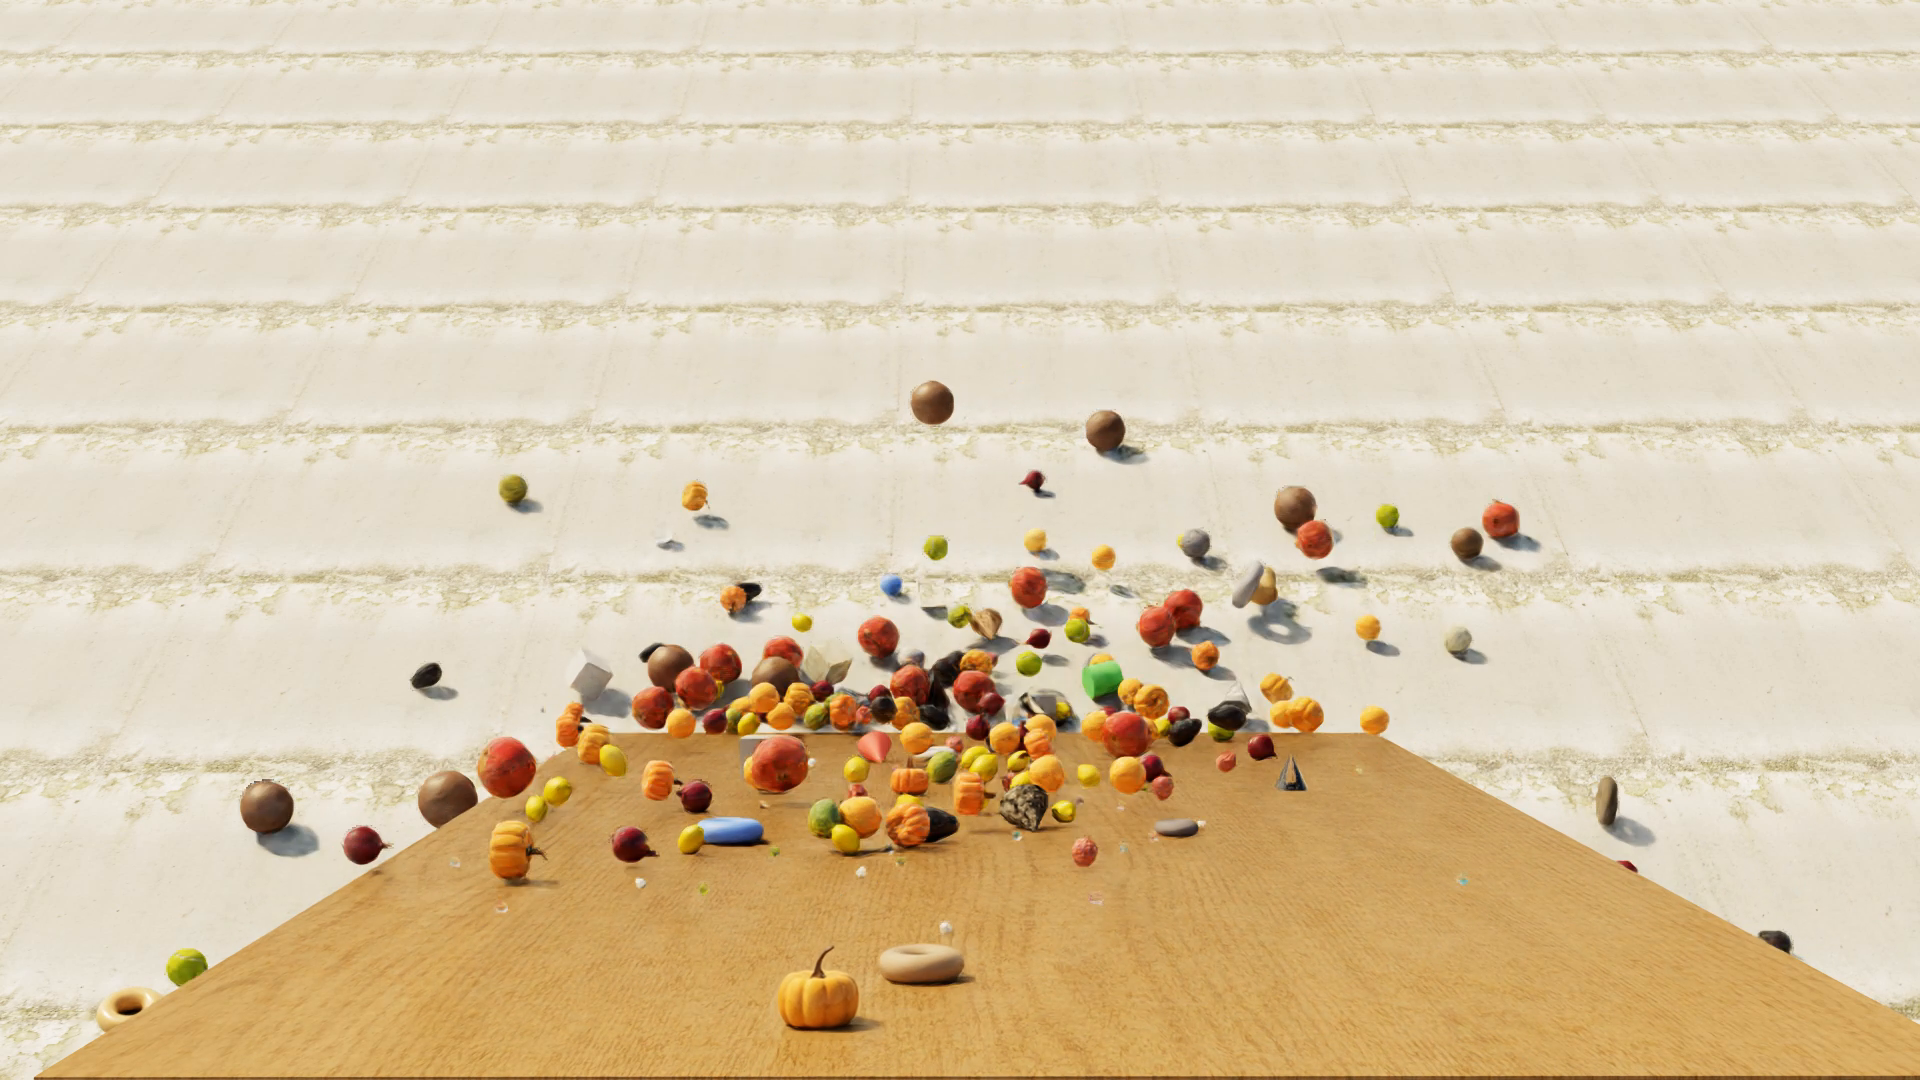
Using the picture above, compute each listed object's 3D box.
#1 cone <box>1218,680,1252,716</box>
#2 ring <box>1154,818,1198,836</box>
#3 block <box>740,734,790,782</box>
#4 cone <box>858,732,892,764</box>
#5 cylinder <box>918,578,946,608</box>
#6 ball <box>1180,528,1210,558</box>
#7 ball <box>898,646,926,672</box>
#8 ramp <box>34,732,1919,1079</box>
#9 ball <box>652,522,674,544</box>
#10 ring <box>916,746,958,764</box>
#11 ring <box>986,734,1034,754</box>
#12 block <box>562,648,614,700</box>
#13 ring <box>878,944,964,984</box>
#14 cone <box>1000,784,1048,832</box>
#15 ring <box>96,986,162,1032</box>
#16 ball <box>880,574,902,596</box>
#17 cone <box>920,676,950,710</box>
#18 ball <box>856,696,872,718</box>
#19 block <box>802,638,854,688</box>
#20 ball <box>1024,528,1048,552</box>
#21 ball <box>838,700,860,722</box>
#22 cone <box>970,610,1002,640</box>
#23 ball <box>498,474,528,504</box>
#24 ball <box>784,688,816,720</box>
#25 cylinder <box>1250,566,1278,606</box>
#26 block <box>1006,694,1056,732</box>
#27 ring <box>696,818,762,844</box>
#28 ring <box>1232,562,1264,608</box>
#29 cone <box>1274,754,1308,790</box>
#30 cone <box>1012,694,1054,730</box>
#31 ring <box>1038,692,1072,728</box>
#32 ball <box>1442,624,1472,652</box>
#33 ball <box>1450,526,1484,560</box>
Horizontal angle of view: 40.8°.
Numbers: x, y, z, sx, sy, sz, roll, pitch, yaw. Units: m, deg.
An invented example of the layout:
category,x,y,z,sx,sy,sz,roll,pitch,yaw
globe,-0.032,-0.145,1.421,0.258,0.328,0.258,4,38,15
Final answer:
category,x,y,z,sx,sy,sz,roll,pitch,yaw
cone,0.730,0.403,6.819,0.090,0.090,0.090,5,61,9
ring,0.379,0.505,4.540,0.078,0.026,0.078,1,0,0
block,-0.415,0.462,5.491,0.090,0.090,0.090,0,1,6
cone,-0.186,0.486,5.846,0.077,0.077,0.077,-6,29,-11
cylinder,-0.079,0.151,7.335,0.076,0.076,0.076,-4,6,0
ball,0.694,0.010,7.604,0.088,0.088,0.088,0,28,0
ball,-0.131,0.324,7.035,0.075,0.075,0.075,0,28,0
ramp,0.063,0.567,4.608,2.000,0.100,4.000,0,1,0
ball,-0.887,-0.023,7.697,0.066,0.066,0.066,0,28,0
ring,-0.053,0.487,5.848,0.094,0.031,0.094,-1,1,0
ring,0.117,0.481,6.100,0.116,0.039,0.116,0,2,0
block,-0.995,0.359,6.915,0.086,0.086,0.086,31,10,-29
ring,-0.048,0.518,3.153,0.106,0.035,0.106,-1,1,0
cone,0.124,0.497,4.610,0.090,0.090,0.090,-5,28,-10
ring,-1.830,1.044,5.710,0.150,0.050,0.150,1,29,0
ball,-0.197,0.129,7.416,0.062,0.062,0.062,0,28,0
cone,-0.065,0.396,6.893,0.081,0.081,0.081,0,28,0
ball,-0.261,0.443,6.832,0.056,0.056,0.056,0,28,0
block,-0.354,0.331,6.917,0.084,0.084,0.084,-16,51,-44
ball,0.223,0.001,7.648,0.070,0.070,0.070,0,28,0
ball,-0.291,0.447,6.778,0.060,0.060,0.060,0,28,0
cone,0.080,0.254,7.163,0.089,0.089,0.089,-5,35,-9
ball,-1.372,-0.158,7.923,0.091,0.091,0.091,0,28,0
ball,-0.424,0.431,6.823,0.085,0.085,0.085,0,28,0
cylinder,0.864,0.130,7.371,0.079,0.079,0.079,0,46,0
block,0.184,0.450,6.718,0.092,0.092,0.092,5,-7,-44
ring,-0.397,0.500,4.445,0.116,0.039,0.116,1,-1,0
ring,0.809,0.126,7.266,0.049,0.146,0.146,27,32,4
cone,0.678,0.473,5.294,0.072,0.072,0.072,0,1,0
cone,0.199,0.452,6.621,0.097,0.097,0.097,19,22,-21
ring,0.226,0.451,6.827,0.139,0.046,0.139,-1,30,0
ball,1.370,0.271,7.129,0.081,0.081,0.081,0,28,0
ball,1.492,0.009,7.605,0.096,0.096,0.096,0,28,0
